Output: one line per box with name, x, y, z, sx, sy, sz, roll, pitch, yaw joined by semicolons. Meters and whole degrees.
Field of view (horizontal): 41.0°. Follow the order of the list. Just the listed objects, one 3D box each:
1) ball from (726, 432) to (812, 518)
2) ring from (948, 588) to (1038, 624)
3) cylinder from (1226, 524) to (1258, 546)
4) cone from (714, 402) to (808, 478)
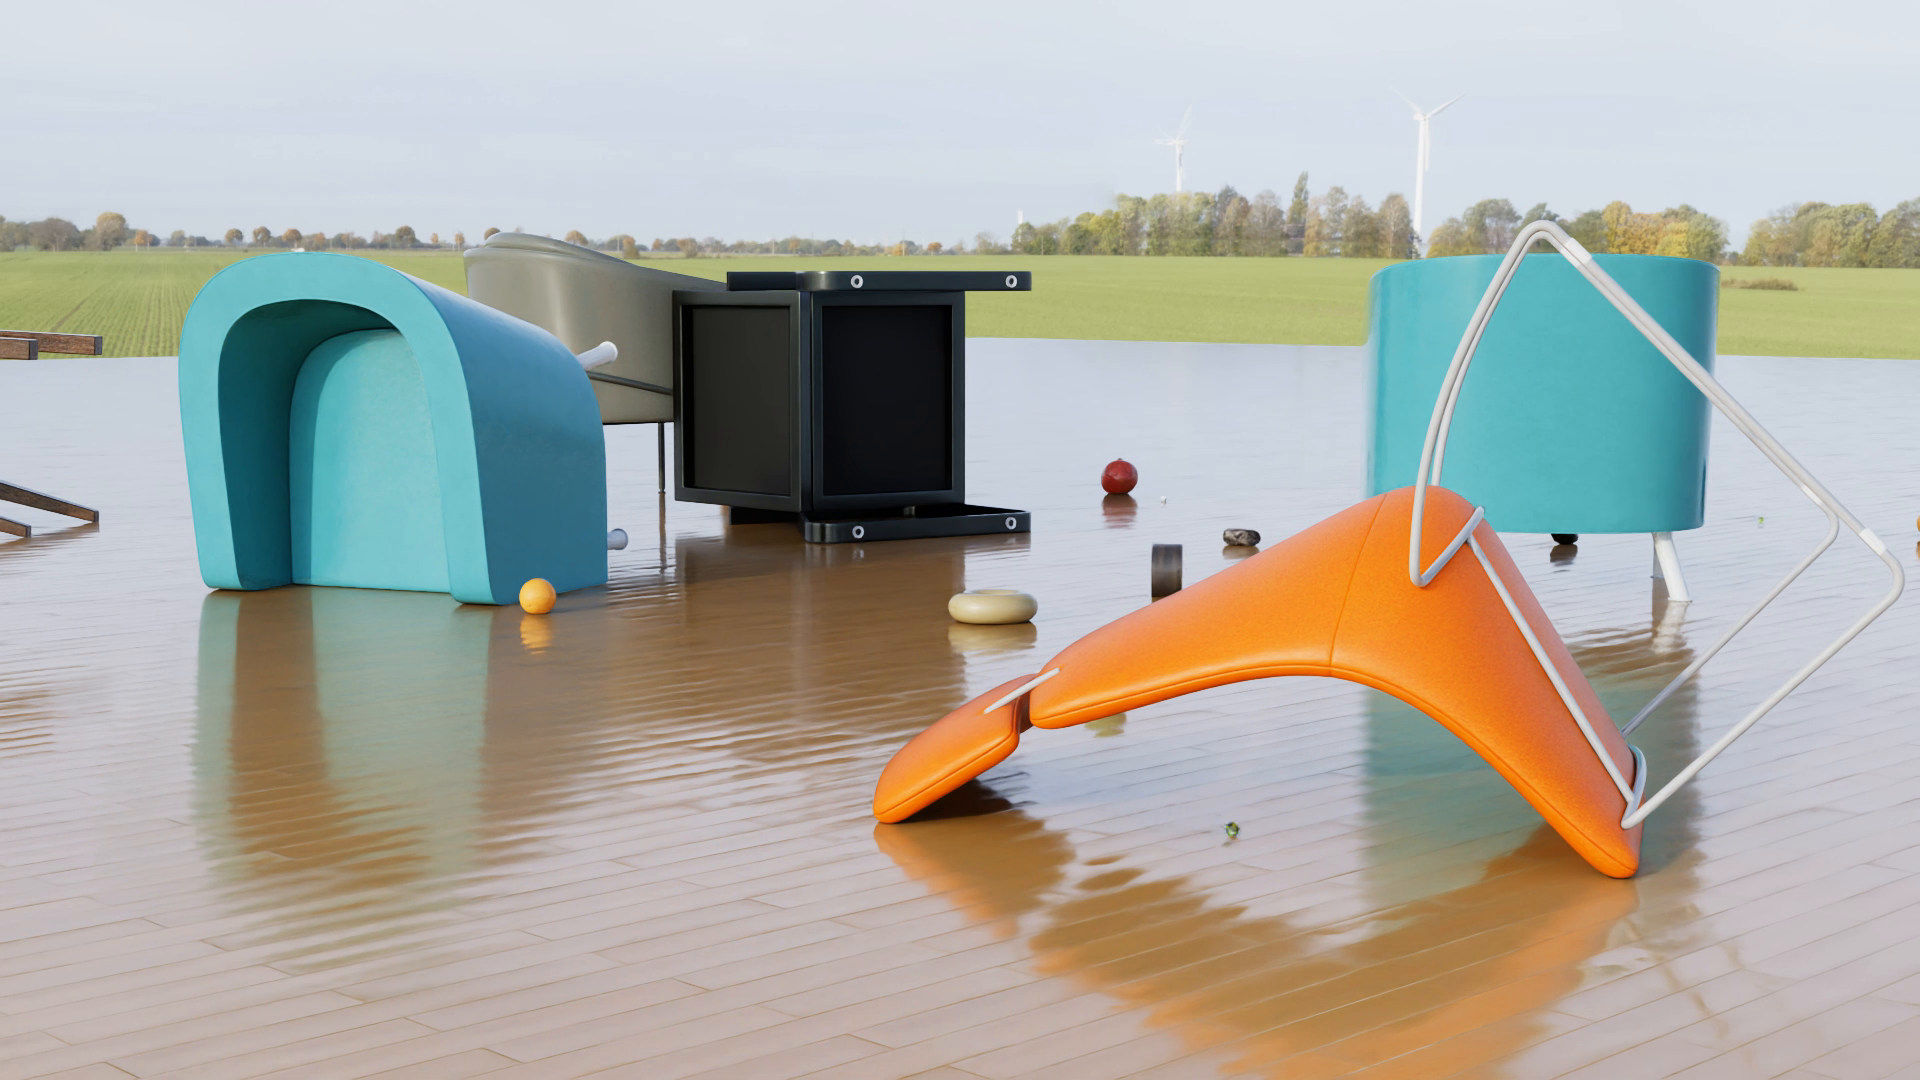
ball;-0.519;-0.178;7.001;0.234;0.234;0.234;0;6;0
ring;0.064;0.127;4.909;0.176;0.057;0.156;-2;5;-24
cylinder;0.690;-0.006;6.287;0.071;0.037;0.059;34;-2;26
cone;-0.718;-0.263;8.339;0.320;0.276;0.348;-8;-12;-36
